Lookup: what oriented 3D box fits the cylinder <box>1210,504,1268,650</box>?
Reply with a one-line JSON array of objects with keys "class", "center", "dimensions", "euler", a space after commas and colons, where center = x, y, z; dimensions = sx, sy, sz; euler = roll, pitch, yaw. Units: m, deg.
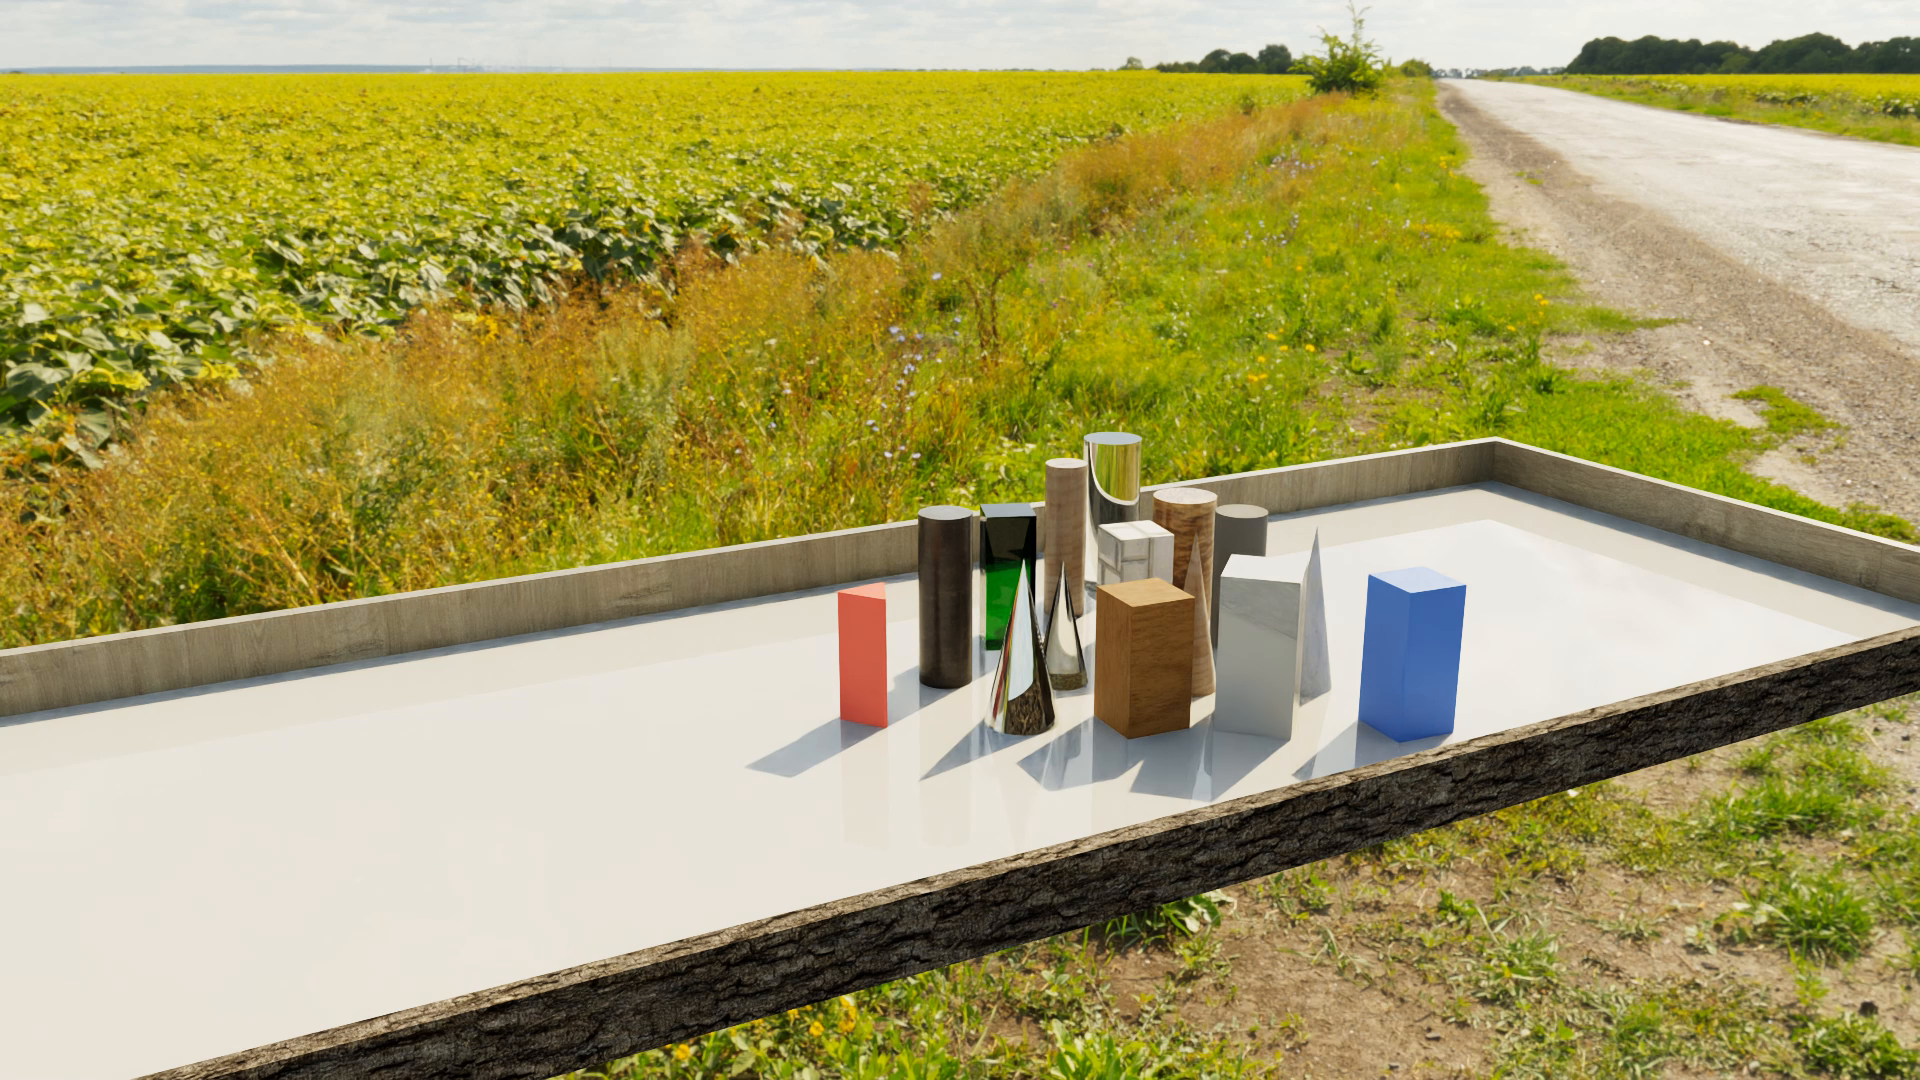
[{"class": "cylinder", "center": [0.736, 0.101, 4.358], "dimensions": [0.137, 0.368, 0.137], "euler": [0, 16, 0]}]

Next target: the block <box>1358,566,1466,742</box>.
[{"class": "block", "center": [1.045, 0.263, 3.821], "dimensions": [0.155, 0.361, 0.155], "euler": [-7, 18, -22]}]

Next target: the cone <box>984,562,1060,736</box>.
[{"class": "cone", "center": [0.147, 0.234, 3.845], "dimensions": [0.179, 0.402, 0.179], "euler": [0, 16, 0]}]

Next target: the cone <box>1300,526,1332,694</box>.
[{"class": "cone", "center": [0.866, 0.164, 4.057], "dimensions": [0.121, 0.418, 0.121], "euler": [0, 16, 0]}]

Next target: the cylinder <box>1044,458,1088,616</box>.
[{"class": "cylinder", "center": [0.294, -0.005, 4.609], "dimensions": [0.116, 0.431, 0.116], "euler": [0, 16, 0]}]

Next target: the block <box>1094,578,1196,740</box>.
[{"class": "block", "center": [0.428, 0.274, 3.852], "dimensions": [0.165, 0.322, 0.165], "euler": [-7, 18, -23]}]

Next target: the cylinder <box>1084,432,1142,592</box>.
[{"class": "cylinder", "center": [0.442, -0.081, 4.839], "dimensions": [0.168, 0.446, 0.168], "euler": [0, 16, 0]}]

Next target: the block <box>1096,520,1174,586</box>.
[{"class": "block", "center": [0.458, 0.129, 4.343], "dimensions": [0.149, 0.323, 0.149], "euler": [-5, 17, -18]}]

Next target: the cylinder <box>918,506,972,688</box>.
[{"class": "cylinder", "center": [-0.036, 0.142, 4.098], "dimensions": [0.134, 0.436, 0.134], "euler": [0, 16, 0]}]

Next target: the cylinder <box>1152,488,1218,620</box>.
[{"class": "cylinder", "center": [0.621, 0.044, 4.593], "dimensions": [0.175, 0.346, 0.175], "euler": [0, 16, 0]}]

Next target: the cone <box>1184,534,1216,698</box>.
[{"class": "cone", "center": [0.572, 0.170, 4.051], "dimensions": [0.136, 0.410, 0.136], "euler": [0, 16, 0]}]

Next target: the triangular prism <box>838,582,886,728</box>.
[{"class": "triangular prism", "center": [-0.205, 0.266, 3.888], "dimensions": [0.125, 0.317, 0.108], "euler": [8, 18, 25]}]

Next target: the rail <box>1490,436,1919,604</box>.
[{"class": "rail", "center": [2.466, -0.048, 5.253], "dimensions": [0.050, 0.150, 2.100], "euler": [-9, 18, -27]}]

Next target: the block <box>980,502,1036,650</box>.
[{"class": "block", "center": [0.126, 0.097, 4.376], "dimensions": [0.131, 0.366, 0.131], "euler": [-2, 16, -7]}]

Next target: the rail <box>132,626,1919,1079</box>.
[{"class": "rail", "center": [-2.336, 1.006, 1.665], "dimensions": [12.000, 0.150, 0.050], "euler": [-9, 18, -27]}]

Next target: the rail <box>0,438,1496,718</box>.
[{"class": "rail", "center": [-3.305, 0.497, 3.399], "dimensions": [12.000, 0.150, 0.050], "euler": [-9, 18, -27]}]

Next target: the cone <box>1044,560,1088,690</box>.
[{"class": "cone", "center": [0.254, 0.201, 4.104], "dimensions": [0.136, 0.320, 0.136], "euler": [0, 16, 0]}]

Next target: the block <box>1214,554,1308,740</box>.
[{"class": "block", "center": [0.702, 0.246, 3.846], "dimensions": [0.178, 0.378, 0.178], "euler": [5, 17, 16]}]
